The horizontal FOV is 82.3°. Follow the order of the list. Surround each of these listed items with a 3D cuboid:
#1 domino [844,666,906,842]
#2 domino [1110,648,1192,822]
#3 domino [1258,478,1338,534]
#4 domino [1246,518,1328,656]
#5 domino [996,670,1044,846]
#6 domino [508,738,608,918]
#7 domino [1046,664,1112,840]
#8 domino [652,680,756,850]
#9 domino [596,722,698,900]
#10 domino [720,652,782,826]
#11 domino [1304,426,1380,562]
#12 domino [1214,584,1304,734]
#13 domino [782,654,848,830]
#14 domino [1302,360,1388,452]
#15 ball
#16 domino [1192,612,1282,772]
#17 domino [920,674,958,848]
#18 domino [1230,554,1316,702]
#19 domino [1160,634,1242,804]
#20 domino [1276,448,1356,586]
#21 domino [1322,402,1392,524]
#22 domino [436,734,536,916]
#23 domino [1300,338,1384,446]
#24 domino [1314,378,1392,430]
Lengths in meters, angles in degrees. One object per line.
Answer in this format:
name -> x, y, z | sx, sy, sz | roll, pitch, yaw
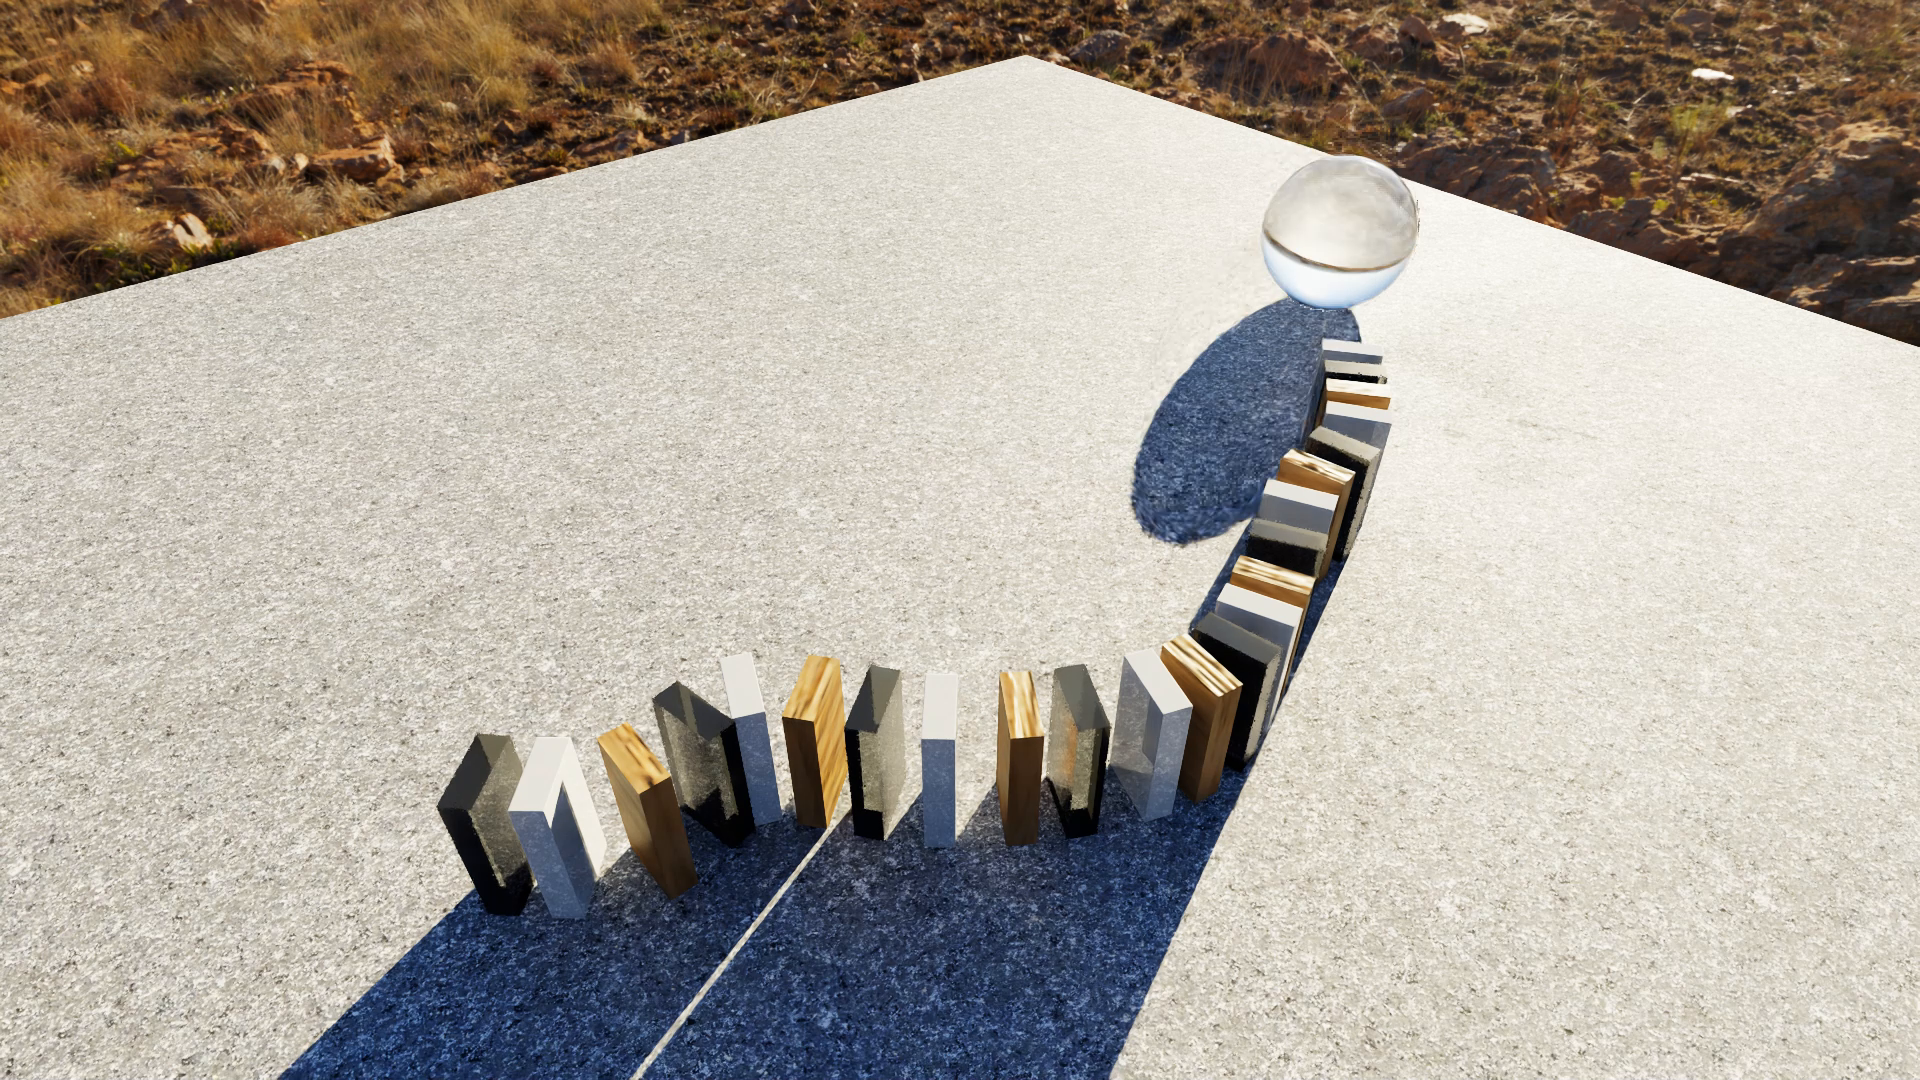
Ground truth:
domino -> -0.025, 0.065, 0.332 | 0.010, 0.050, 0.025 | 9, 40, 10
domino -> 0.058, 0.060, 0.338 | 0.010, 0.050, 0.025 | -13, 41, -15
domino -> 0.121, 0.003, 0.408 | 0.025, 0.050, 0.009 | 16, 42, 19
domino -> 0.112, 0.017, 0.390 | 0.025, 0.050, 0.009 | 14, 41, 17
domino -> 0.018, 0.066, 0.331 | 0.009, 0.050, 0.025 | -4, 39, -4
domino -> -0.113, 0.082, 0.311 | 0.010, 0.050, 0.025 | 0, 39, 0
domino -> 0.035, 0.064, 0.333 | 0.009, 0.050, 0.025 | -8, 40, -9
domino -> -0.076, 0.068, 0.329 | 0.025, 0.050, 0.009 | 27, 47, 29
domino -> -0.089, 0.078, 0.316 | 0.010, 0.050, 0.025 | -28, 47, -30
domino -> -0.064, 0.061, 0.336 | 0.009, 0.050, 0.025 | -11, 41, -14
domino -> 0.146, -0.017, 0.433 | 0.025, 0.050, 0.009 | 28, 47, 30
domino -> 0.095, 0.040, 0.363 | 0.025, 0.050, 0.010 | 20, 43, 22
domino -> -0.043, 0.062, 0.336 | 0.009, 0.050, 0.025 | 8, 40, 9
domino -> 0.165, -0.052, 0.475 | 0.025, 0.050, 0.009 | 7, 40, 9
ball -> 0.202, -0.164, 0.588 | 0.080, 0.080, 0.080 | 0, 39, 0
domino -> 0.085, 0.049, 0.351 | 0.025, 0.050, 0.009 | 28, 47, 30
domino -> -0.006, 0.067, 0.330 | 0.009, 0.050, 0.025 | 1, 39, 1
domino -> 0.102, 0.031, 0.374 | 0.025, 0.050, 0.009 | 18, 43, 21
domino -> 0.072, 0.056, 0.343 | 0.009, 0.050, 0.025 | -21, 44, -24
domino -> 0.132, -0.008, 0.421 | 0.025, 0.050, 0.009 | 28, 47, 30
domino -> 0.157, -0.031, 0.449 | 0.025, 0.050, 0.009 | 12, 41, 14
domino -> -0.131, 0.081, 0.312 | 0.010, 0.050, 0.025 | 3, 39, 4
domino -> 0.169, -0.064, 0.489 | 0.025, 0.050, 0.010 | 8, 40, 10
domino -> 0.162, -0.043, 0.463 | 0.025, 0.050, 0.009 | 8, 40, 10
